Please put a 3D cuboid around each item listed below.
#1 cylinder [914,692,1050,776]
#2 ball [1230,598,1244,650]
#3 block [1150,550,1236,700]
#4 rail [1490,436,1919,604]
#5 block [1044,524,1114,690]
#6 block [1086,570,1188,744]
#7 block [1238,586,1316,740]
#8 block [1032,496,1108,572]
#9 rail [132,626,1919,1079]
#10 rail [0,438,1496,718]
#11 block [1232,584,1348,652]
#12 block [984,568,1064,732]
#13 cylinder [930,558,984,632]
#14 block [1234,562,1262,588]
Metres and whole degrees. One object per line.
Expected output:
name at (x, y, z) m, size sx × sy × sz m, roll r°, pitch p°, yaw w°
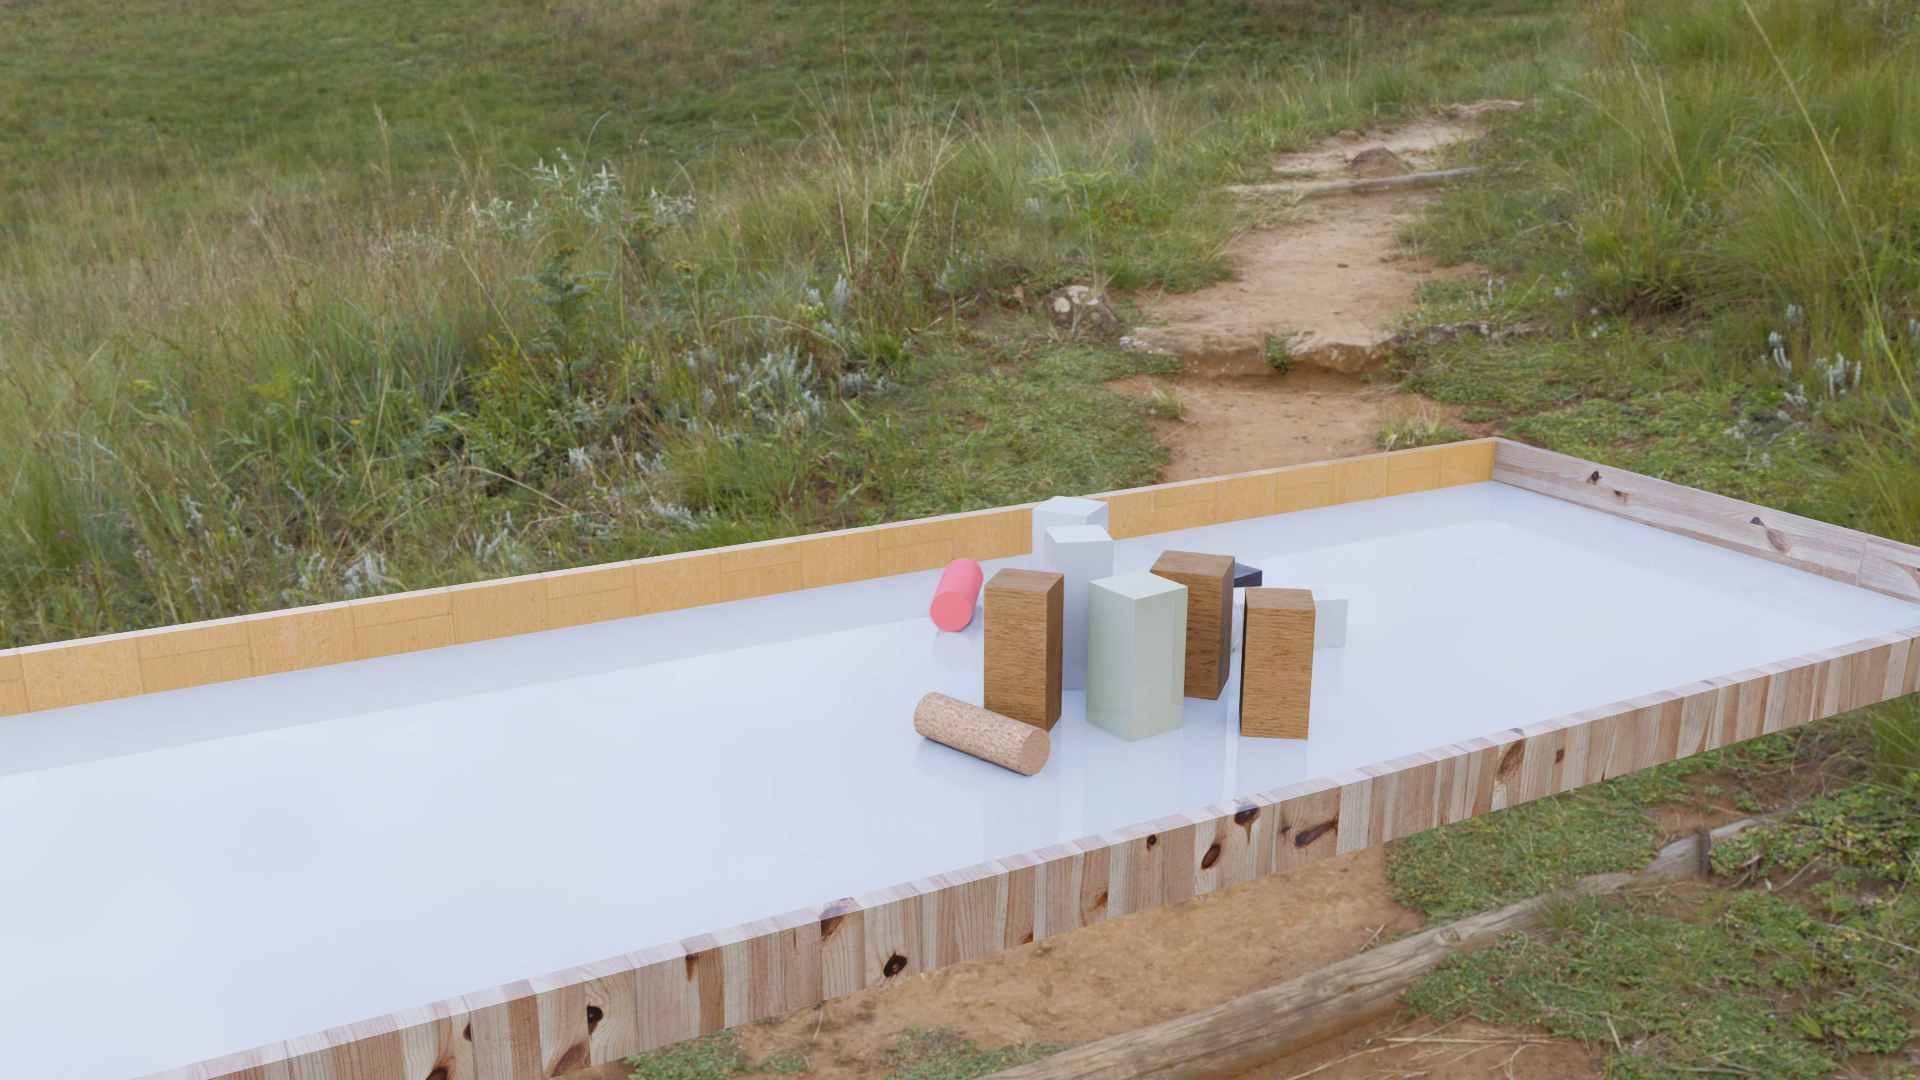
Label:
cylinder at (0.047, 0.431, 3.700) m, size 0.321 × 0.105 × 0.105 m, roll 15°, pitch 22°, yaw 41°
ball at (0.632, 0.214, 4.272) m, size 0.200 × 0.200 × 0.200 m, roll 0°, pitch 16°, yaw 0°
block at (0.571, 0.208, 4.084) m, size 0.178 × 0.317 × 0.178 m, roll 5°, pitch 17°, yaw 18°
rail at (2.466, -0.048, 5.253) m, size 0.050 × 0.150 × 2.100 m, roll -9°, pitch 18°, yaw -27°
block at (0.291, 0.168, 4.105) m, size 0.141 × 0.383 × 0.141 m, roll -3°, pitch 17°, yaw -8°
block at (0.409, 0.267, 3.832) m, size 0.161 × 0.346 × 0.161 m, roll -11°, pitch 20°, yaw -34°
block at (0.734, 0.285, 3.828) m, size 0.151 × 0.315 × 0.151 m, roll 2°, pitch 17°, yaw 7°
block at (0.305, 0.059, 4.582) m, size 0.158 × 0.320 × 0.158 m, roll 8°, pitch 19°, yaw 26°
rail at (-2.336, 1.006, 1.665) m, size 12.000 × 0.150 × 0.050 m, roll -9°, pitch 18°, yaw -27°
rail at (-3.305, 0.497, 3.399) m, size 12.000 × 0.150 × 0.050 m, roll -9°, pitch 18°, yaw -27°
block at (0.864, 0.207, 4.412) m, size 0.306 × 0.134 × 0.134 m, roll -2°, pitch 17°, yaw -8°
block at (0.148, 0.261, 3.838) m, size 0.148 × 0.354 × 0.148 m, roll 5°, pitch 17°, yaw 18°
cylinder at (-0.006, 0.151, 4.633) m, size 0.115 × 0.115 × 0.313 m, roll 2°, pitch 16°, yaw 6°
block at (0.658, 0.167, 4.580) m, size 0.415 × 0.117 × 0.117 m, roll -14°, pitch 21°, yaw -39°
